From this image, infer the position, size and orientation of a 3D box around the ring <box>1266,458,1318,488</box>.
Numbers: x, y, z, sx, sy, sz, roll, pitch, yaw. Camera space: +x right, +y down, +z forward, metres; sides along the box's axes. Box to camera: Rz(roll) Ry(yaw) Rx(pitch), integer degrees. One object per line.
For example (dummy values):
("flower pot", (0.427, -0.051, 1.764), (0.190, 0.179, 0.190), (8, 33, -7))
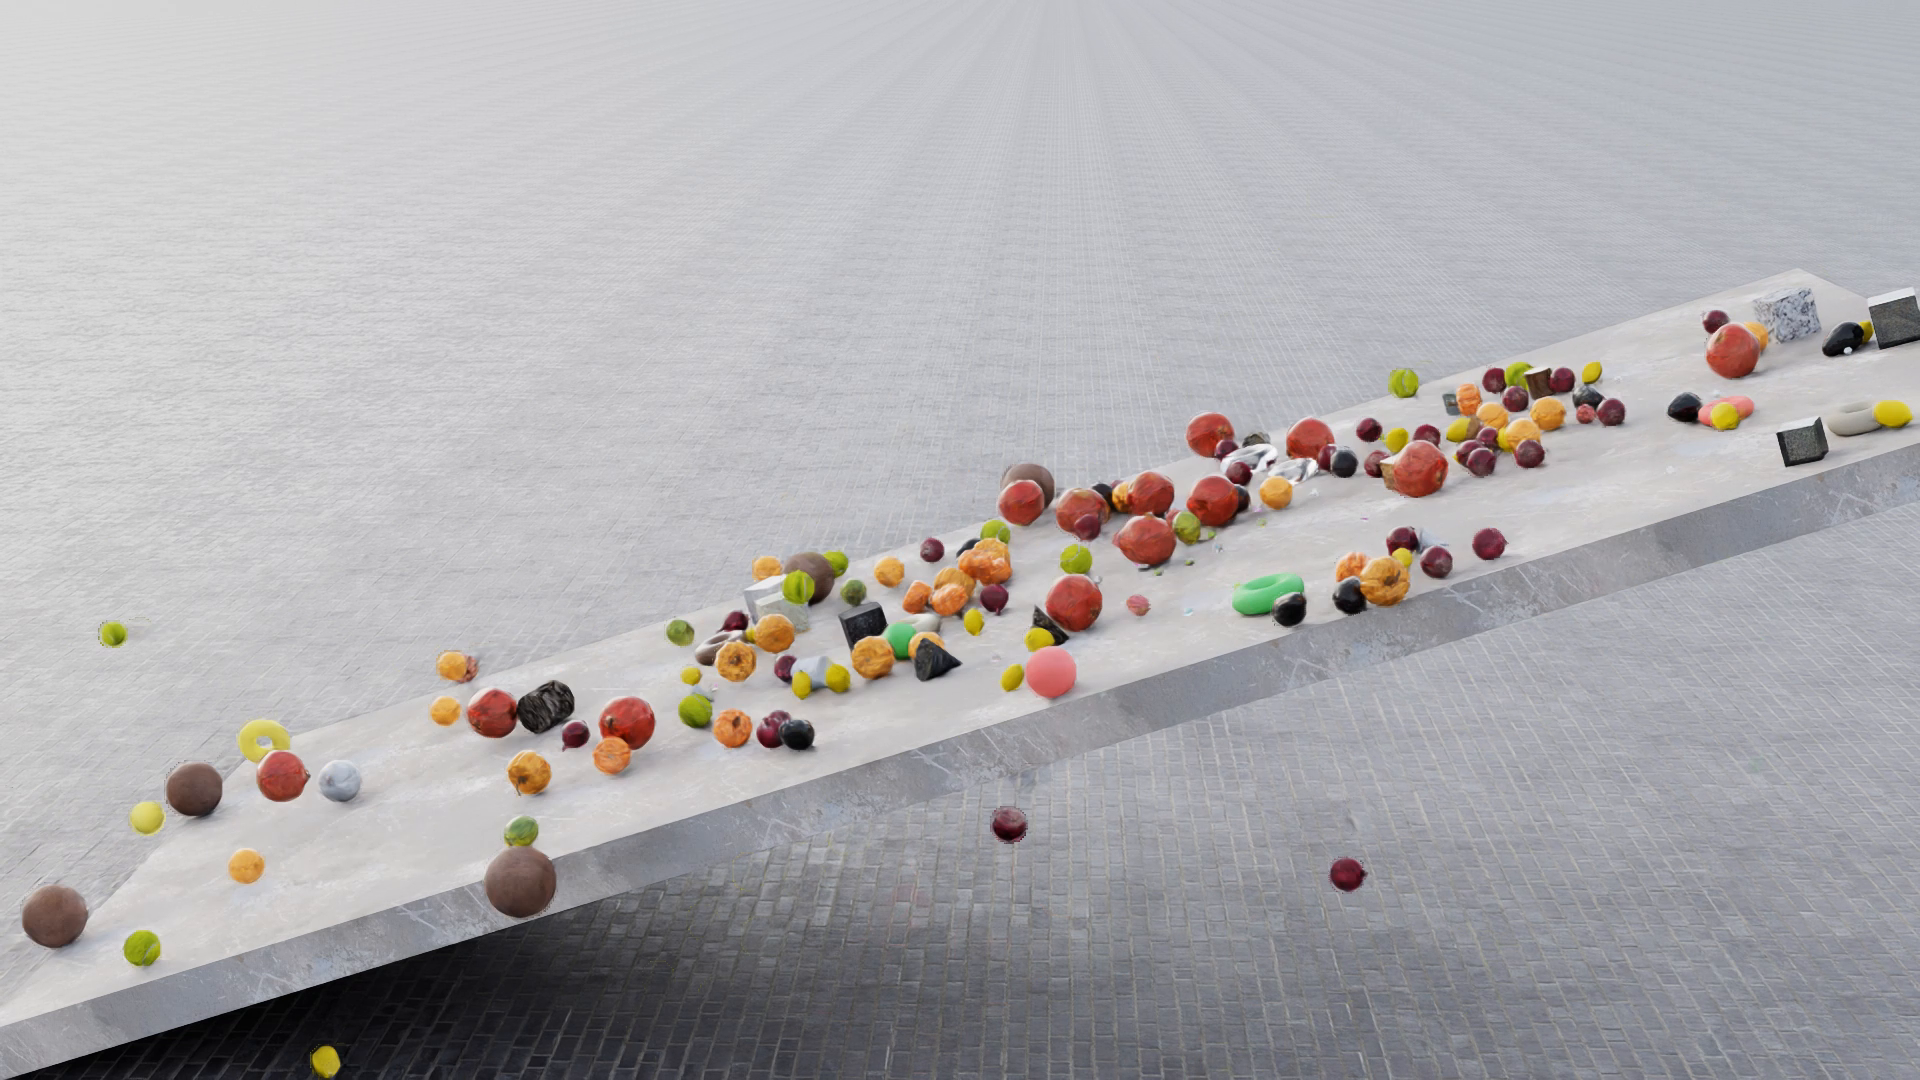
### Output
("ring", (0.740, -0.150, 6.554), (0.119, 0.040, 0.119), (-19, 11, 4))

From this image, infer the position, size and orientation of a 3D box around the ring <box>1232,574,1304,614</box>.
("ring", (0.577, 0.101, 5.517), (0.140, 0.047, 0.140), (-16, 11, 3))

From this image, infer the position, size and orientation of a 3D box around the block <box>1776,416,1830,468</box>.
("block", (1.518, -0.178, 5.297), (0.066, 0.066, 0.066), (-12, 12, 31))

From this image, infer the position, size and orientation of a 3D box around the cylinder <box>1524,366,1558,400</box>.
("cylinder", (1.302, -0.353, 6.590), (0.060, 0.060, 0.060), (-18, 10, 3))

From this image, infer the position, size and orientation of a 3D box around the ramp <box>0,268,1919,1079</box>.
("ramp", (0.101, 0.183, 6.310), (4.000, 0.100, 2.000), (-17, 10, 5))

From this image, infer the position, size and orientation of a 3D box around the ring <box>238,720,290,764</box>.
("ring", (-1.674, 0.486, 7.076), (0.124, 0.124, 0.041), (-1, 29, -4))

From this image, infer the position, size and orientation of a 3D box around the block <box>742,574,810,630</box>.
("block", (-0.429, 0.144, 6.868), (0.098, 0.098, 0.098), (-27, 13, -39))

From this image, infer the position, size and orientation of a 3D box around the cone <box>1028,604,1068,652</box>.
("cone", (0.160, 0.166, 5.781), (0.086, 0.086, 0.086), (-18, 10, 3))

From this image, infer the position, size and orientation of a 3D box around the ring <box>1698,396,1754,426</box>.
("ring", (1.509, -0.255, 5.794), (0.110, 0.037, 0.110), (-16, 10, 3))

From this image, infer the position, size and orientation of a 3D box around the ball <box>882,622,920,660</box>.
("ball", (-0.123, 0.209, 6.062), (0.078, 0.078, 0.078), (0, 12, 0))

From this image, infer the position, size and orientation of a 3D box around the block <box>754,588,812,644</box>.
("block", (-0.404, 0.172, 6.699), (0.091, 0.091, 0.091), (-20, 11, -12))

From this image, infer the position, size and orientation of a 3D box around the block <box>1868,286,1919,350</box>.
("block", (1.904, -0.451, 5.979), (0.092, 0.092, 0.092), (-15, 11, 19))

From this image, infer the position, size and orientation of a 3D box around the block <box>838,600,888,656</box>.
("block", (-0.201, 0.189, 6.280), (0.085, 0.085, 0.085), (-20, 11, -8))

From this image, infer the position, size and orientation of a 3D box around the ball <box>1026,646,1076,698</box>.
("ball", (0.166, 0.241, 5.361), (0.095, 0.095, 0.095), (0, 12, 0))

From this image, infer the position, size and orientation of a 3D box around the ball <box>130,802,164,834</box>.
("ball", (-1.890, 0.646, 6.840), (0.075, 0.075, 0.075), (0, 12, 0))

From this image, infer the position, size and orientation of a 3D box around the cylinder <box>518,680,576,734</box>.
("cylinder", (-0.921, 0.371, 6.548), (0.092, 0.092, 0.092), (6, 21, 28))

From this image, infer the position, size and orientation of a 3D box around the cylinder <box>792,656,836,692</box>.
("cylinder", (-0.302, 0.275, 6.061), (0.066, 0.066, 0.066), (-12, 4, 31))

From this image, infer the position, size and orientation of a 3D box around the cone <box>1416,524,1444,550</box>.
("cone", (0.892, 0.005, 5.535), (0.054, 0.054, 0.054), (27, 17, 8))

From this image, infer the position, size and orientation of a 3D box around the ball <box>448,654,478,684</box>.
("ball", (-1.256, 0.324, 7.426), (0.075, 0.075, 0.075), (0, 12, 0))

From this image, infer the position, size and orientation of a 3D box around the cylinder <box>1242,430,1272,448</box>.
("cylinder", (0.702, -0.227, 6.958), (0.059, 0.059, 0.059), (3, 16, 16))

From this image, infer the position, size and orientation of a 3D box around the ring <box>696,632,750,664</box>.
("ring", (-0.539, 0.245, 6.682), (0.134, 0.045, 0.134), (-18, 11, 4))

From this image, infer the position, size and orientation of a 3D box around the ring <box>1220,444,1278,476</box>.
("ring", (0.671, -0.185, 6.836), (0.137, 0.046, 0.137), (-17, 11, 4))

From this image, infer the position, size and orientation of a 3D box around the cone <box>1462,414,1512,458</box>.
("cone", (1.119, -0.209, 6.202), (0.097, 0.097, 0.097), (13, 15, 15))

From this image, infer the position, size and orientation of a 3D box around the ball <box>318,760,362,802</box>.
("ball", (-1.365, 0.531, 6.472), (0.095, 0.095, 0.095), (0, 12, 0))

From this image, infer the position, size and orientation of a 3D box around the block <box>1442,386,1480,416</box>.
("block", (1.140, -0.317, 6.701), (0.051, 0.051, 0.051), (-26, 13, -35))

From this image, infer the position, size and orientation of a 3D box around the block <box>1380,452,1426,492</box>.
("block", (0.924, -0.143, 6.140), (0.062, 0.062, 0.062), (-21, 11, -15))

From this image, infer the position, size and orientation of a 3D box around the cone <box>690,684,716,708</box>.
("cone", (-0.543, 0.337, 6.270), (0.052, 0.052, 0.052), (12, 14, 11))

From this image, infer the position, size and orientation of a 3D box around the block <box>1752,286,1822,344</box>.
("block", (1.787, -0.486, 6.357), (0.094, 0.094, 0.094), (-20, 11, -9))

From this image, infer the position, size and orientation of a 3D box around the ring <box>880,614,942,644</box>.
("ring", (-0.104, 0.194, 6.201), (0.136, 0.045, 0.136), (-19, 11, 4))

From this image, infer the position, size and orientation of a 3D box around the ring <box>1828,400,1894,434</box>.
("ring", (1.650, -0.225, 5.389), (0.122, 0.041, 0.122), (-17, 11, 3))
